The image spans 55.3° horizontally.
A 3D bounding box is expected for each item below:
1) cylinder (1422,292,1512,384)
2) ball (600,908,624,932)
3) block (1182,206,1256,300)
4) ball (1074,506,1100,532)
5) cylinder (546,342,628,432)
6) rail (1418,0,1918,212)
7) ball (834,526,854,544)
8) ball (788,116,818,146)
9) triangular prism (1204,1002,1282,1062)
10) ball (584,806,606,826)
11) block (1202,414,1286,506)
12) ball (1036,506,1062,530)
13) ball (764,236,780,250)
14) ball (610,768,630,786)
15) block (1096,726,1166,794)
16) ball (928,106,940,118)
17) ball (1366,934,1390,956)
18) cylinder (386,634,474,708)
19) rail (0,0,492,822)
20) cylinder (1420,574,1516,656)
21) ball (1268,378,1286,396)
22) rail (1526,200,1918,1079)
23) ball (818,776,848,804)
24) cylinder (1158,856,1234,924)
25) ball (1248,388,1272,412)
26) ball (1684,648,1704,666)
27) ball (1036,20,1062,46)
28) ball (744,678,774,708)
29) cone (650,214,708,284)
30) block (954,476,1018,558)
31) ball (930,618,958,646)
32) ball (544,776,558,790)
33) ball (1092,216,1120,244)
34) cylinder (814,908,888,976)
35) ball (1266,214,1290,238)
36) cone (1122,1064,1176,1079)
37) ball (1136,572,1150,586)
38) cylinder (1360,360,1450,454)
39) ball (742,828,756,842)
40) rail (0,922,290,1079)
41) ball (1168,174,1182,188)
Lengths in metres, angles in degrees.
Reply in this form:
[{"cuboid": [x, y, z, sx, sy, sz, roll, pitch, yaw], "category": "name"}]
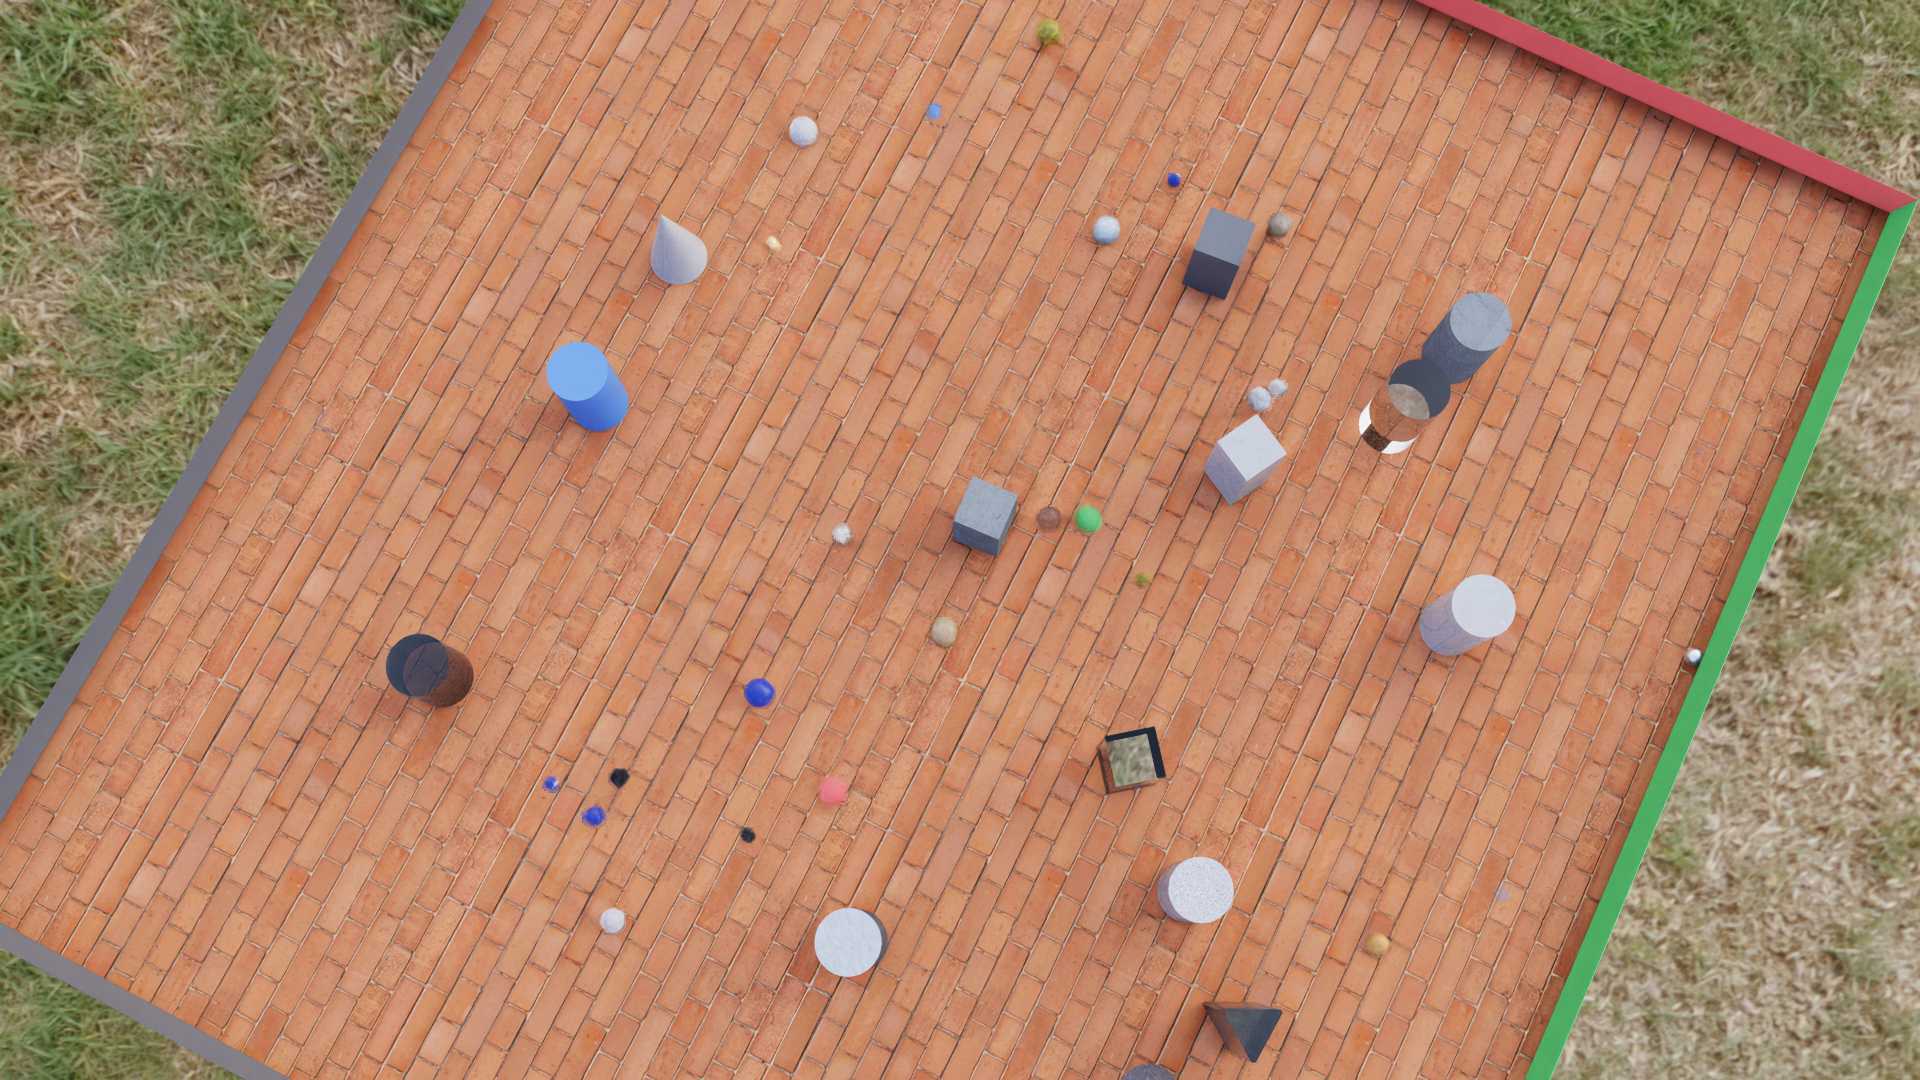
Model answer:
[{"cuboid": [1.535, -0.610, 5.568, 0.181, 0.341, 0.181, 0, 78, 0], "category": "cylinder"}, {"cuboid": [-1.014, 1.111, 5.350, 0.071, 0.071, 0.071, 0, 78, 0], "category": "ball"}, {"cuboid": [0.795, -0.879, 5.642, 0.145, 0.306, 0.145, 22, 79, 4], "category": "block"}, {"cuboid": [0.390, -0.066, 5.589, 0.079, 0.079, 0.079, 0, 78, 0], "category": "ball"}, {"cuboid": [-1.122, -0.460, 5.539, 0.181, 0.338, 0.181, 0, 78, 0], "category": "cylinder"}, {"cuboid": [1.019, -1.990, 5.966, 4.384, 0.118, 0.045, 26, 80, 5], "category": "rail"}, {"cuboid": [-0.355, -0.017, 5.590, 0.058, 0.058, 0.058, 0, 78, 0], "category": "ball"}, {"cuboid": [-0.500, -1.302, 5.839, 0.091, 0.091, 0.091, 0, 78, 0], "category": "ball"}, {"cuboid": [0.766, 1.339, 5.121, 0.136, 0.429, 0.157, 31, 80, 6], "category": "triangular prism"}, {"cuboid": [-1.080, 0.815, 5.417, 0.061, 0.061, 0.061, 0, 78, 0], "category": "ball"}, {"cuboid": [0.850, -0.236, 5.498, 0.145, 0.327, 0.145, -34, 80, -7], "category": "block"}, {"cuboid": [0.271, -0.066, 5.591, 0.076, 0.076, 0.076, 0, 78, 0], "category": "ball"}, {"cuboid": [-0.594, -0.938, 5.787, 0.046, 0.046, 0.046, 0, 78, 0], "category": "ball"}, {"cuboid": [-1.011, 0.704, 5.443, 0.055, 0.055, 0.055, 0, 78, 0], "category": "ball"}, {"cuboid": [0.493, 0.642, 5.315, 0.145, 0.331, 0.145, -11, 79, -2], "category": "block"}, {"cuboid": [-0.083, -1.373, 5.878, 0.042, 0.042, 0.042, 0, 78, 0], "category": "ball"}, {"cuboid": [1.218, 1.178, 5.341, 0.063, 0.063, 0.063, 0, 78, 0], "category": "ball"}, {"cuboid": [-1.558, 0.387, 5.396, 0.181, 0.274, 0.181, 0, 78, 0], "category": "cylinder"}, {"cuboid": [-1.939, -0.943, 5.750, 0.045, 0.118, 4.606, 26, 80, 5], "category": "rail"}, {"cuboid": [1.485, 0.225, 5.379, 0.181, 0.373, 0.181, 0, 78, 0], "category": "cylinder"}, {"cuboid": [0.983, -0.474, 5.687, 0.053, 0.053, 0.053, 0, 78, 0], "category": "ball"}, {"cuboid": [1.939, 0.956, 5.358, 0.045, 0.118, 4.606, 26, 80, 5], "category": "rail"}, {"cuboid": [-0.375, 0.740, 5.420, 0.085, 0.085, 0.085, 0, 78, 0], "category": "ball"}, {"cuboid": [0.672, 1.005, 5.254, 0.181, 0.303, 0.181, 0, 78, 0], "category": "cylinder"}, {"cuboid": [0.925, -0.436, 5.669, 0.074, 0.074, 0.074, 0, 78, 0], "category": "ball"}, {"cuboid": [2.209, 0.352, 5.514, 0.057, 0.057, 0.057, 0, 78, 0], "category": "ball"}, {"cuboid": [0.288, -1.638, 5.913, 0.082, 0.082, 0.082, 0, 78, 0], "category": "ball"}, {"cuboid": [-0.601, 0.456, 5.477, 0.088, 0.088, 0.088, 0, 78, 0], "category": "ball"}, {"cuboid": [-0.890, -0.932, 5.622, 0.181, 0.366, 0.181, 0, 78, 0], "category": "cone"}, {"cuboid": [0.075, -0.067, 5.494, 0.145, 0.266, 0.145, 23, 79, 5], "category": "block"}, {"cuboid": [-0.047, 0.277, 5.517, 0.083, 0.083, 0.083, 0, 78, 0], "category": "ball"}, {"cuboid": [-1.214, 0.722, 5.446, 0.041, 0.041, 0.041, 0, 78, 0], "category": "ball"}, {"cuboid": [0.463, -0.978, 5.774, 0.088, 0.088, 0.088, 0, 78, 0], "category": "ball"}, {"cuboid": [-0.302, 1.131, 5.162, 0.181, 0.433, 0.181, 0, 78, 0], "category": "cylinder"}, {"cuboid": [1.006, -0.990, 5.783, 0.075, 0.075, 0.075, 0, 78, 0], "category": "ball"}, {"cuboid": [0.545, 1.570, 5.116, 0.181, 0.344, 0.181, 0, 78, 0], "category": "cone"}, {"cuboid": [0.555, 0.118, 5.570, 0.043, 0.043, 0.043, 0, 78, 0], "category": "ball"}, {"cuboid": [1.330, -0.396, 5.496, 0.181, 0.395, 0.181, 0, 78, 0], "category": "cylinder"}, {"cuboid": [-0.625, 0.873, 5.415, 0.041, 0.041, 0.041, 0, 78, 0], "category": "ball"}, {"cuboid": [-1.019, 2.003, 5.141, 4.384, 0.118, 0.045, 26, 80, 5], "category": "rail"}, {"cuboid": [0.682, -1.144, 5.831, 0.042, 0.042, 0.042, 0, 78, 0], "category": "ball"}]
